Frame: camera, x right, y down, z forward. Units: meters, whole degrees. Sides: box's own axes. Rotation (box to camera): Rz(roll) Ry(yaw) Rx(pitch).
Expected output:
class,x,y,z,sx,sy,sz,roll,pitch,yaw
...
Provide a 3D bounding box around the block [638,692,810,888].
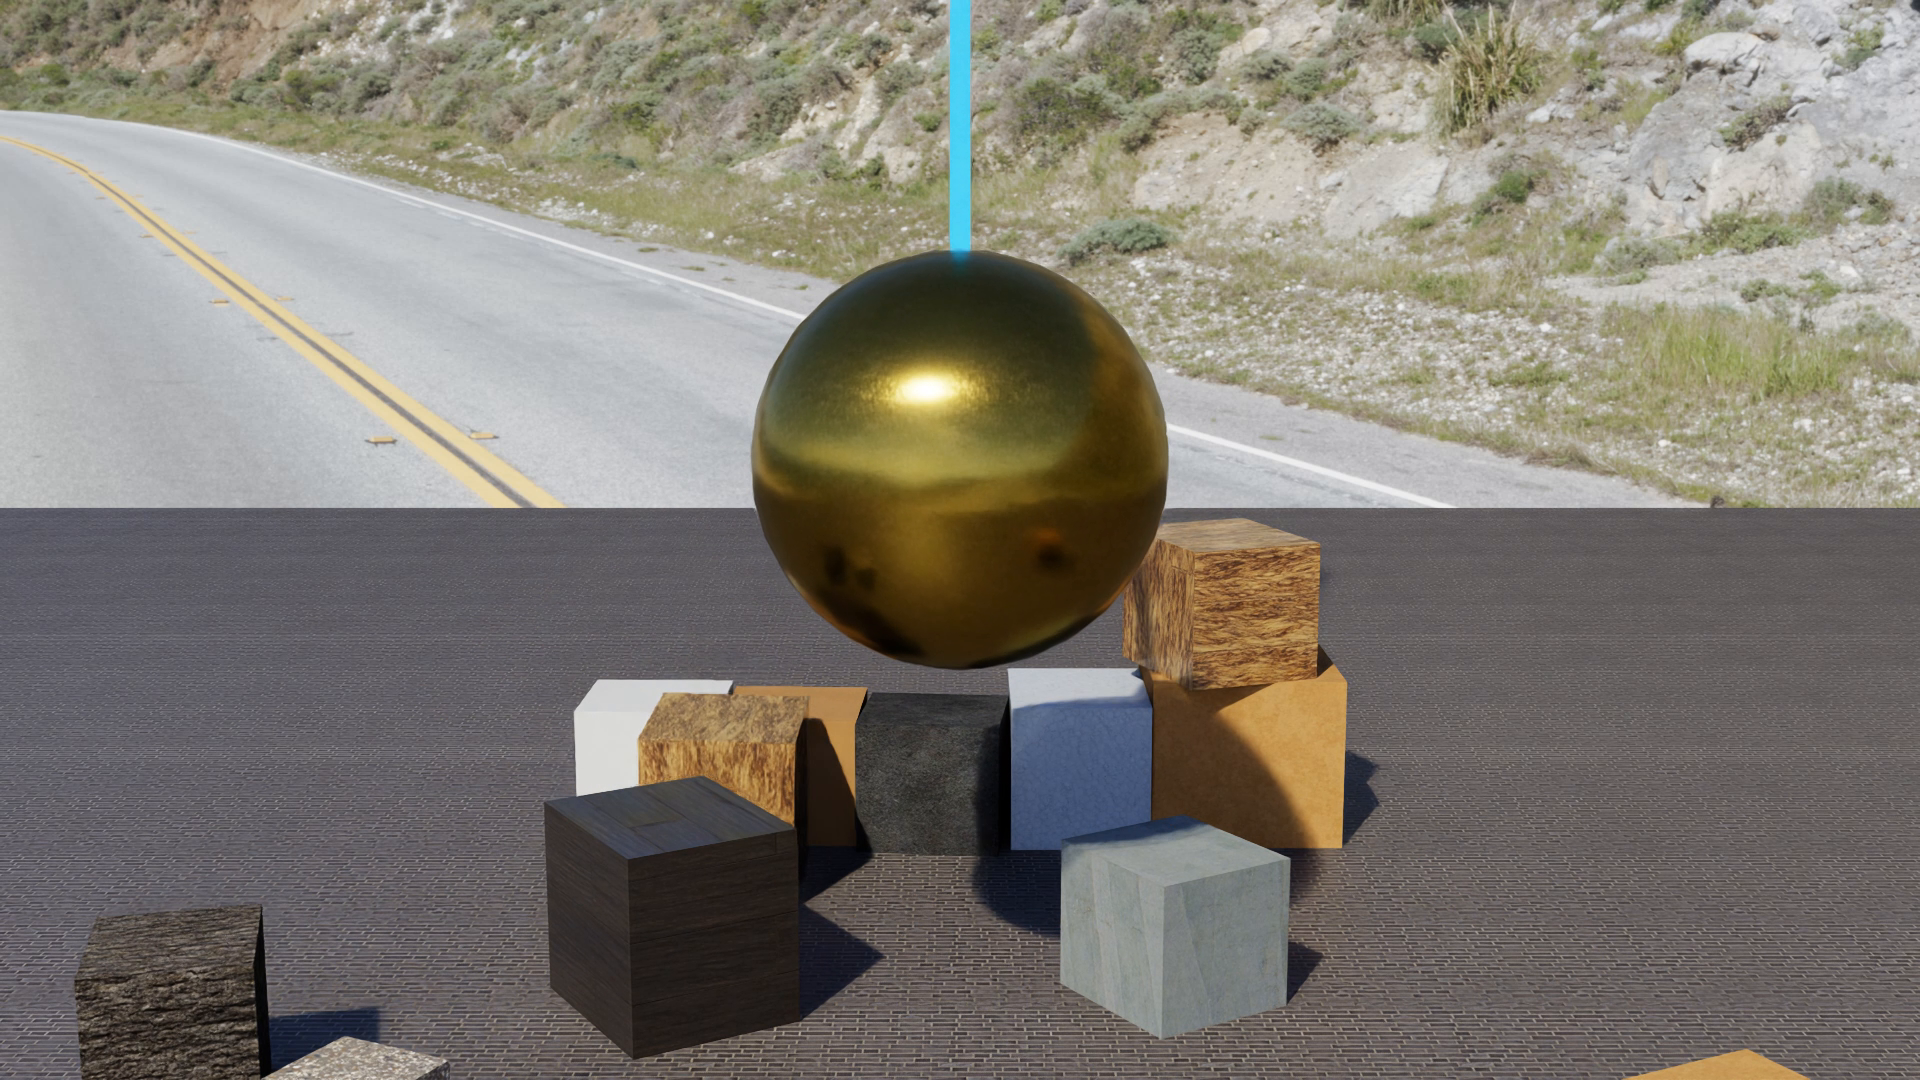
class,x,y,z,sx,sy,sz,roll,pitch,yaw
block,-1.116,1.232,10.507,0.720,0.800,0.850,1,10,0

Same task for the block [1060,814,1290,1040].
class,x,y,z,sx,sy,sz,roll,pitch,yaw
block,0.882,1.581,9.102,0.644,0.632,0.700,-6,12,-32

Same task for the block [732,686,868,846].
class,x,y,z,sx,sy,sz,roll,pitch,yaw
block,-0.850,1.159,11.375,0.695,0.650,0.692,0,10,2

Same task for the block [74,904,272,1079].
class,x,y,z,sx,sy,sz,roll,pitch,yaw
block,-2.845,1.769,8.004,0.589,0.655,0.645,-3,11,-15

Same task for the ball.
class,x,y,z,sx,sy,sz,roll,pitch,yaw
ball,0.000,-0.306,8.407,1.600,1.600,1.600,0,10,0

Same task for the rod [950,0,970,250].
class,x,y,z,sx,sy,sz,roll,pitch,yaw
rod,0.000,-3.571,9.353,0.080,5.200,0.080,0,-16,0

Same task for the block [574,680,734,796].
class,x,y,z,sx,sy,sz,roll,pitch,yaw
block,-1.565,1.139,11.381,0.719,0.688,0.664,0,10,1

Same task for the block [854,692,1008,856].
class,x,y,z,sx,sy,sz,roll,pitch,yaw
block,-0.133,1.185,11.212,0.714,0.658,0.656,1,10,6

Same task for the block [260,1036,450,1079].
class,x,y,z,sx,sy,sz,roll,pitch,yaw
block,-2.070,1.998,7.488,0.468,0.389,0.473,5,12,26

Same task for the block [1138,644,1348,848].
class,x,y,z,sx,sy,sz,roll,pitch,yaw
block,1.437,1.052,11.388,0.961,0.856,0.844,0,10,0

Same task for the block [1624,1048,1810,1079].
class,x,y,z,sx,sy,sz,roll,pitch,yaw
block,2.314,2.019,6.457,0.654,0.717,0.703,-5,11,-26

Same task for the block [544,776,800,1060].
class,x,y,z,sx,sy,sz,roll,pitch,yaw
block,-1.183,1.512,8.983,0.725,0.811,0.872,-6,12,-31

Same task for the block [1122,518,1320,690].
class,x,y,z,sx,sy,sz,roll,pitch,yaw
block,1.314,0.310,11.156,0.693,0.686,0.793,-4,11,-21

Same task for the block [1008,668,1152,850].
class,x,y,z,sx,sy,sz,roll,pitch,yaw
block,0.604,1.119,11.365,0.699,0.732,0.834,0,10,0
